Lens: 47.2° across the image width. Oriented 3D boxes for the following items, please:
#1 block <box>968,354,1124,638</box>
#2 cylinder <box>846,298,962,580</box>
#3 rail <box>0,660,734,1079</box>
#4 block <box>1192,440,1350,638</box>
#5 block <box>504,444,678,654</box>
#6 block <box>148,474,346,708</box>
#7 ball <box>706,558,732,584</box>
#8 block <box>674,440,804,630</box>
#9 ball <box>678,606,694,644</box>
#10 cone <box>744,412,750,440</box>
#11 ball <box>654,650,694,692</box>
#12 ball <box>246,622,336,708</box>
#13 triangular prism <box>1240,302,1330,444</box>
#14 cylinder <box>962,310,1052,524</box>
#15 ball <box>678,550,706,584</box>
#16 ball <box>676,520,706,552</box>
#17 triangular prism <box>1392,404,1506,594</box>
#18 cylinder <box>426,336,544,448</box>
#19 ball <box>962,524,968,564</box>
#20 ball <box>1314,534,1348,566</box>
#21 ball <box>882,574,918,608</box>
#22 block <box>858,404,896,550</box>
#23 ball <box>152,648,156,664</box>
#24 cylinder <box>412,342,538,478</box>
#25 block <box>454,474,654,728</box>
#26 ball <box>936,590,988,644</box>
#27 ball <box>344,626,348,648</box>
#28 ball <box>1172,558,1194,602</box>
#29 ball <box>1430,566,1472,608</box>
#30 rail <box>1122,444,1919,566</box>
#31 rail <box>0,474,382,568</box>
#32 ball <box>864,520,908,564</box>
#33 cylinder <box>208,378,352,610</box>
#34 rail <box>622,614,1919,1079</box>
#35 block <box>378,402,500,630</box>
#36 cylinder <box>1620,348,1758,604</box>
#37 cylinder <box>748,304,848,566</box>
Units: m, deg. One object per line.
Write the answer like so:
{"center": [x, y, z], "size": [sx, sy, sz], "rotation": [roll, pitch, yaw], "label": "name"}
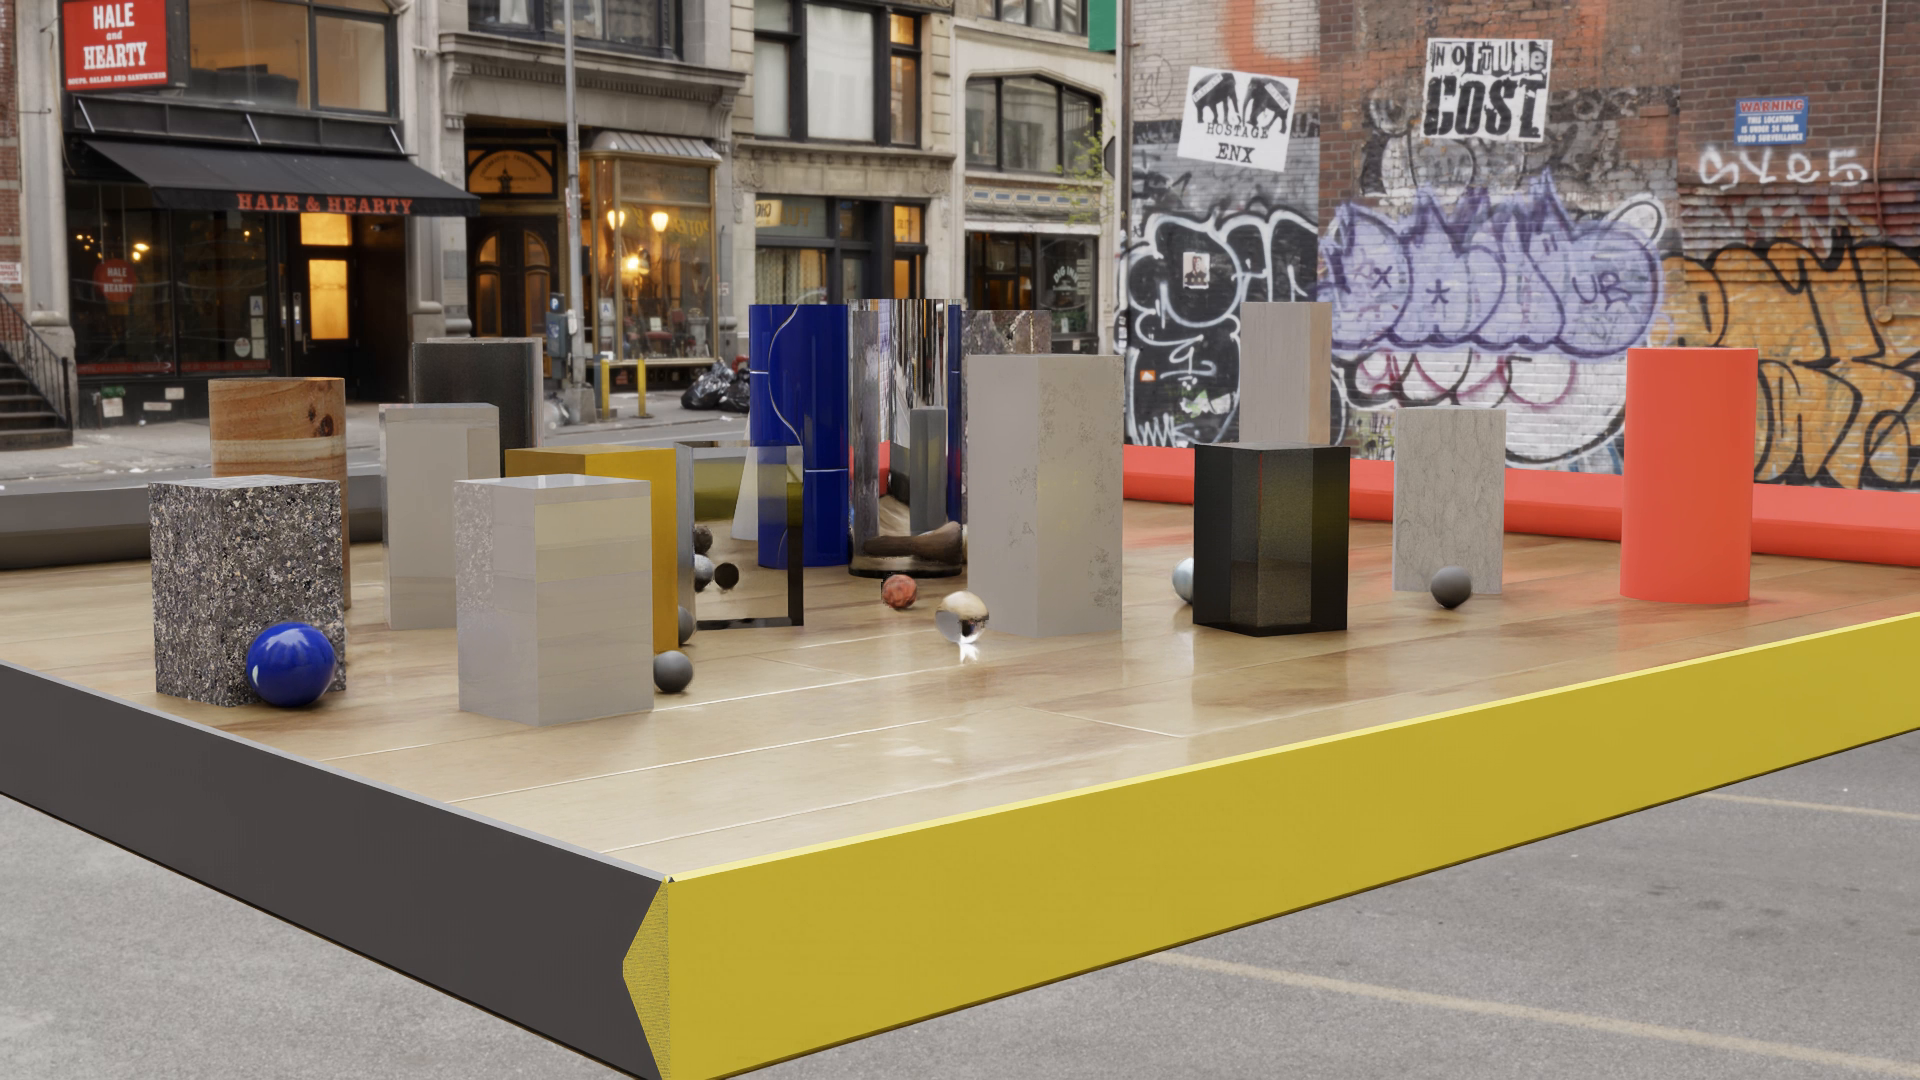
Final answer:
{"center": [0.118, -0.067, 3.066], "size": [0.154, 0.380, 0.154], "rotation": [-5, 8, -37], "label": "block"}
{"center": [-0.093, -0.174, 3.699], "size": [0.192, 0.460, 0.192], "rotation": [0, 6, 0], "label": "cylinder"}
{"center": [-1.119, 0.140, 2.305], "size": [0.045, 0.125, 2.867], "rotation": [-6, 8, -42], "label": "rail"}
{"center": [0.434, -0.005, 3.077], "size": [0.154, 0.255, 0.154], "rotation": [-3, 7, -28], "label": "block"}
{"center": [-0.475, 0.015, 2.844], "size": [0.154, 0.265, 0.154], "rotation": [5, 8, 39], "label": "block"}
{"center": [-0.828, 0.054, 2.558], "size": [0.154, 0.245, 0.154], "rotation": [5, 8, 40], "label": "block"}
{"center": [-0.391, 0.051, 3.570], "size": [0.040, 0.040, 0.040], "rotation": [0, 6, 0], "label": "ball"}
{"center": [-0.317, -0.011, 3.134], "size": [0.154, 0.254, 0.154], "rotation": [-2, 6, -18], "label": "block"}
{"center": [-0.379, 0.113, 2.917], "size": [0.053, 0.053, 0.053], "rotation": [0, 6, 0], "label": "ball"}
{"center": [-0.374, -0.237, 4.358], "size": [0.192, 0.448, 0.192], "rotation": [0, 6, 0], "label": "cone"}
{"center": [-0.335, 0.153, 2.562], "size": [0.049, 0.049, 0.049], "rotation": [0, 6, 0], "label": "ball"}
{"center": [-0.749, 0.139, 2.464], "size": [0.096, 0.096, 0.096], "rotation": [0, 6, 0], "label": "ball"}
{"center": [0.617, -0.202, 3.983], "size": [0.144, 0.456, 0.166], "rotation": [-5, 8, -37], "label": "triangular prism"}
{"center": [0.071, -0.199, 4.031], "size": [0.192, 0.441, 0.192], "rotation": [0, 6, 0], "label": "cylinder"}
{"center": [-0.437, 0.045, 3.561], "size": [0.054, 0.054, 0.054], "rotation": [0, 6, 0], "label": "ball"}
{"center": [-0.494, -0.007, 4.040], "size": [0.057, 0.057, 0.057], "rotation": [0, 6, 0], "label": "ball"}
{"center": [0.783, -0.069, 3.523], "size": [0.166, 0.289, 0.144], "rotation": [1, 6, 13], "label": "triangular prism"}
{"center": [-0.805, -0.146, 3.747], "size": [0.192, 0.396, 0.192], "rotation": [0, 6, 0], "label": "cylinder"}
{"center": [0.004, 0.007, 3.850], "size": [0.069, 0.069, 0.069], "rotation": [0, 6, 0], "label": "ball"}
{"center": [0.641, 0.017, 3.807], "size": [0.058, 0.058, 0.058], "rotation": [0, 6, 0], "label": "ball"}
{"center": [-0.090, 0.076, 3.274], "size": [0.052, 0.052, 0.052], "rotation": [0, 6, 0], "label": "ball"}
{"center": [-0.224, -0.119, 4.128], "size": [0.154, 0.261, 0.154], "rotation": [-4, 7, -33], "label": "block"}
{"center": [-0.962, 0.139, 2.689], "size": [0.049, 0.049, 0.049], "rotation": [0, 6, 0], "label": "ball"}
{"center": [-0.772, -0.119, 3.510], "size": [0.192, 0.391, 0.192], "rotation": [0, 6, 0], "label": "cylinder"}
{"center": [-0.450, 0.062, 2.441], "size": [0.154, 0.255, 0.154], "rotation": [6, 8, 44], "label": "block"}
{"center": [0.002, 0.103, 2.932], "size": [0.071, 0.071, 0.071], "rotation": [0, 6, 0], "label": "ball"}
{"center": [-0.802, 0.123, 2.754], "size": [0.067, 0.067, 0.067], "rotation": [0, 6, 0], "label": "ball"}
{"center": [0.357, 0.061, 3.336], "size": [0.069, 0.069, 0.069], "rotation": [0, 6, 0], "label": "ball"}
{"center": [0.735, 0.070, 3.292], "size": [0.060, 0.060, 0.060], "rotation": [0, 6, 0], "label": "ball"}
{"center": [1.119, -0.076, 4.359], "size": [0.045, 0.125, 2.867], "rotation": [-6, 8, -42], "label": "rail"}
{"center": [-0.956, -0.076, 4.362], "size": [3.092, 0.125, 0.045], "rotation": [-6, 8, -42], "label": "rail"}
{"center": [-0.130, 0.003, 3.850], "size": [0.076, 0.076, 0.076], "rotation": [0, 6, 0], "label": "ball"}
{"center": [-1.004, -0.067, 3.249], "size": [0.192, 0.341, 0.192], "rotation": [0, 6, 0], "label": "cylinder"}
{"center": [0.956, 0.141, 2.302], "size": [3.092, 0.125, 0.045], "rotation": [-6, 8, -42], "label": "rail"}
{"center": [-0.740, -0.038, 3.133], "size": [0.154, 0.308, 0.154], "rotation": [-2, 6, -18], "label": "block"}
{"center": [1.128, -0.104, 3.406], "size": [0.192, 0.383, 0.192], "rotation": [0, 6, 0], "label": "cylinder"}
{"center": [-0.274, -0.188, 3.876], "size": [0.192, 0.452, 0.192], "rotation": [0, 6, 0], "label": "cylinder"}
